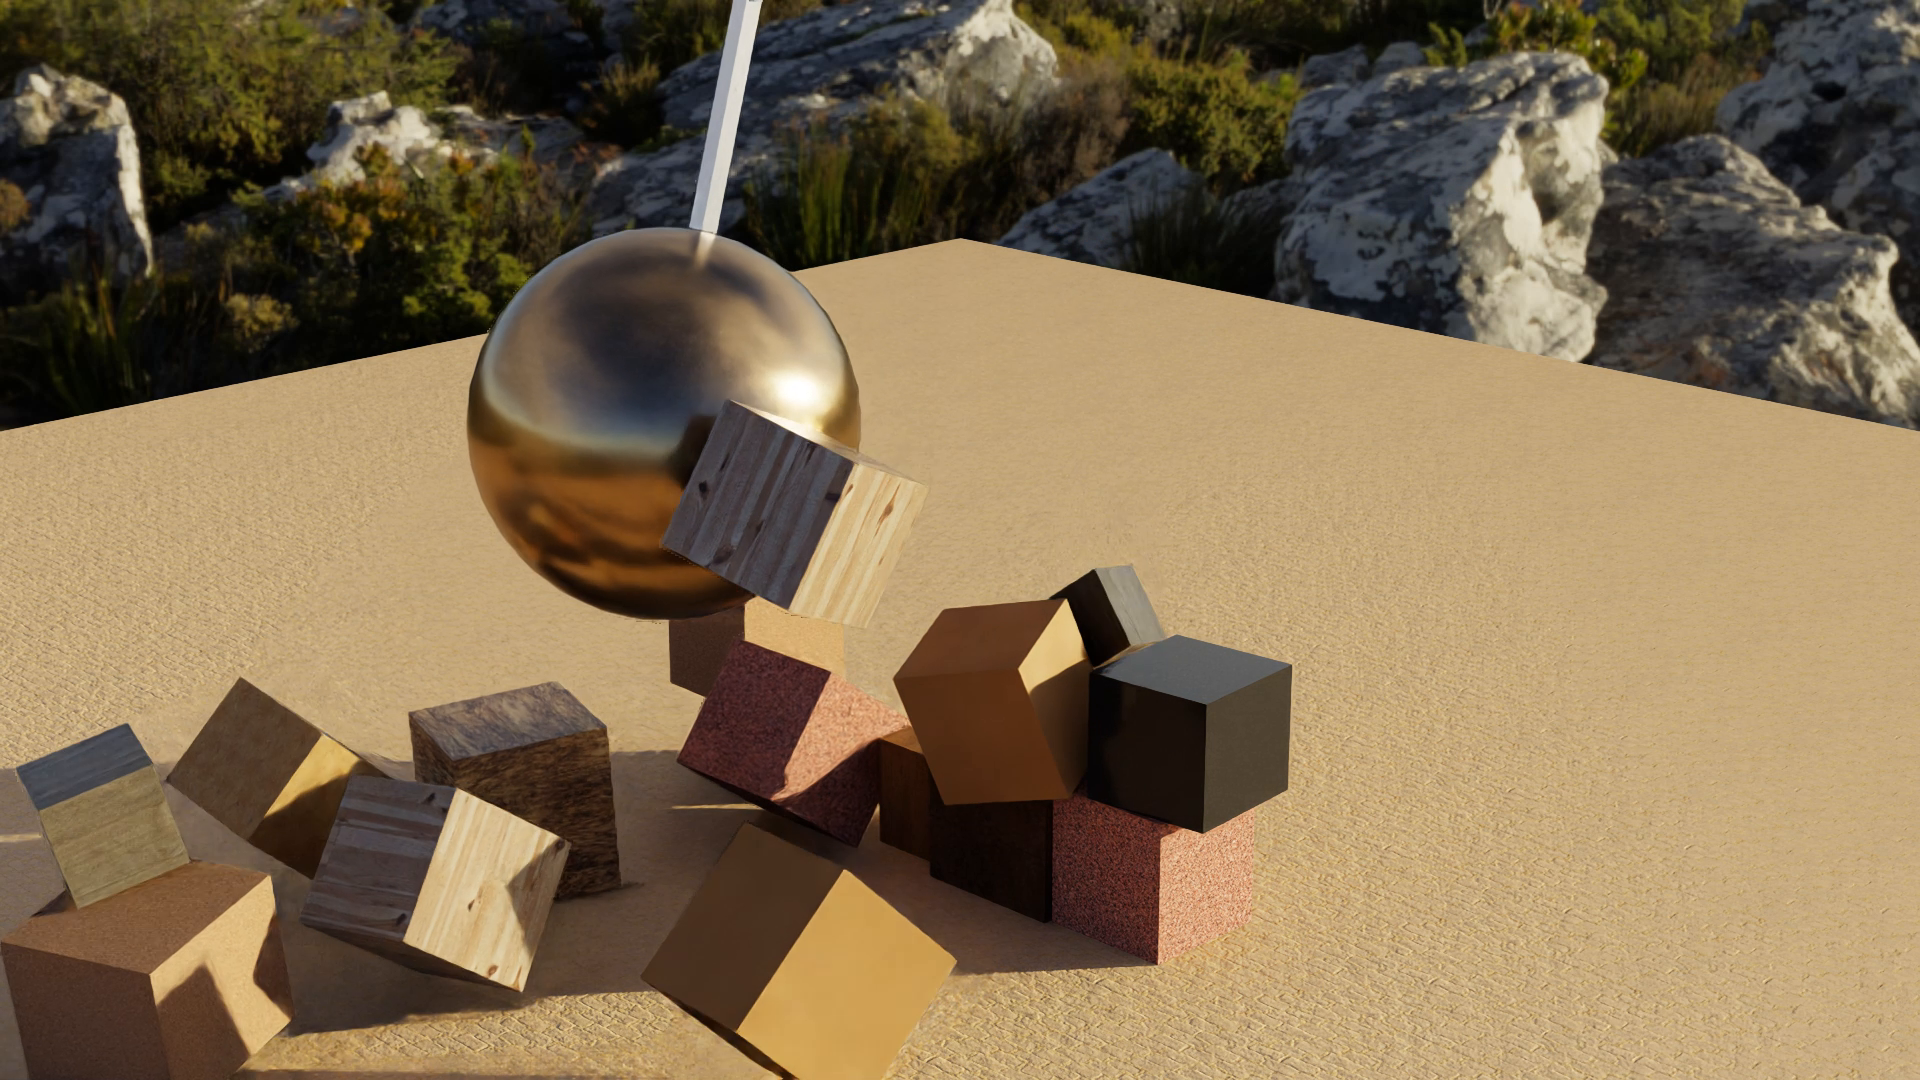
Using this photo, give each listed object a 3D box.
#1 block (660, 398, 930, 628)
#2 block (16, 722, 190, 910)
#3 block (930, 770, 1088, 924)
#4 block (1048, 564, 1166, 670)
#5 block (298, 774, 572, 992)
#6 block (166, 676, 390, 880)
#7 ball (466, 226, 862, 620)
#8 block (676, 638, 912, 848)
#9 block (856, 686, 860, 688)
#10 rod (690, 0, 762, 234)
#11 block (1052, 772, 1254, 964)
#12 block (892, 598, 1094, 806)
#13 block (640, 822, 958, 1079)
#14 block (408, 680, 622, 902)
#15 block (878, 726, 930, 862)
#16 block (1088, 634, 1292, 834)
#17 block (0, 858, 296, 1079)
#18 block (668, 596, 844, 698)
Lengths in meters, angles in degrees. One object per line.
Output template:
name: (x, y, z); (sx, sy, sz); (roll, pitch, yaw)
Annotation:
block: (-0.602, -0.092, 10.852); (0.593, 0.584, 0.632); (27, 4, 25)
block: (-3.381, 1.084, 11.566); (0.460, 0.458, 0.441); (-23, 28, -20)
block: (0.371, 1.274, 13.354); (0.715, 0.562, 0.721); (-17, 24, -42)
block: (0.646, 0.364, 13.108); (0.331, 0.382, 0.308); (-34, -16, 32)
block: (-2.166, 1.416, 12.127); (0.669, 0.648, 0.685); (2, -22, 40)
block: (-2.968, 1.092, 12.988); (0.608, 0.554, 0.690); (28, -11, 35)
ball: (-1.200, -0.472, 11.935); (1.600, 1.600, 1.600); (0, 17, 0)
block: (-0.769, 0.952, 13.787); (0.668, 0.648, 0.664); (17, -13, 43)
block: (-0.874, 0.945, 14.576); (0.536, 0.456, 0.534); (17, 24, 42)
rod: (-0.520, -3.787, 11.607); (0.080, 5.200, 0.080); (17, 8, 42)
block: (0.847, 1.379, 12.874); (0.622, 0.649, 0.626); (17, 24, 42)
block: (0.198, 0.711, 12.863); (0.627, 0.674, 0.558); (-6, 29, 30)
block: (-0.616, 1.638, 11.197); (0.689, 0.700, 0.717); (16, 68, 52)
block: (-2.016, 1.171, 13.268); (0.711, 0.776, 0.665); (-11, 21, -24)
block: (-0.039, 1.165, 13.770); (0.512, 0.520, 0.447); (-17, 24, -42)
block: (0.986, 0.823, 12.597); (0.610, 0.578, 0.635); (14, 22, 38)
block: (-3.188, 1.733, 11.553); (0.717, 0.668, 0.756); (8, 27, 23)
block: (-1.006, 0.422, 14.467); (0.620, 0.609, 0.603); (-16, 23, -40)
